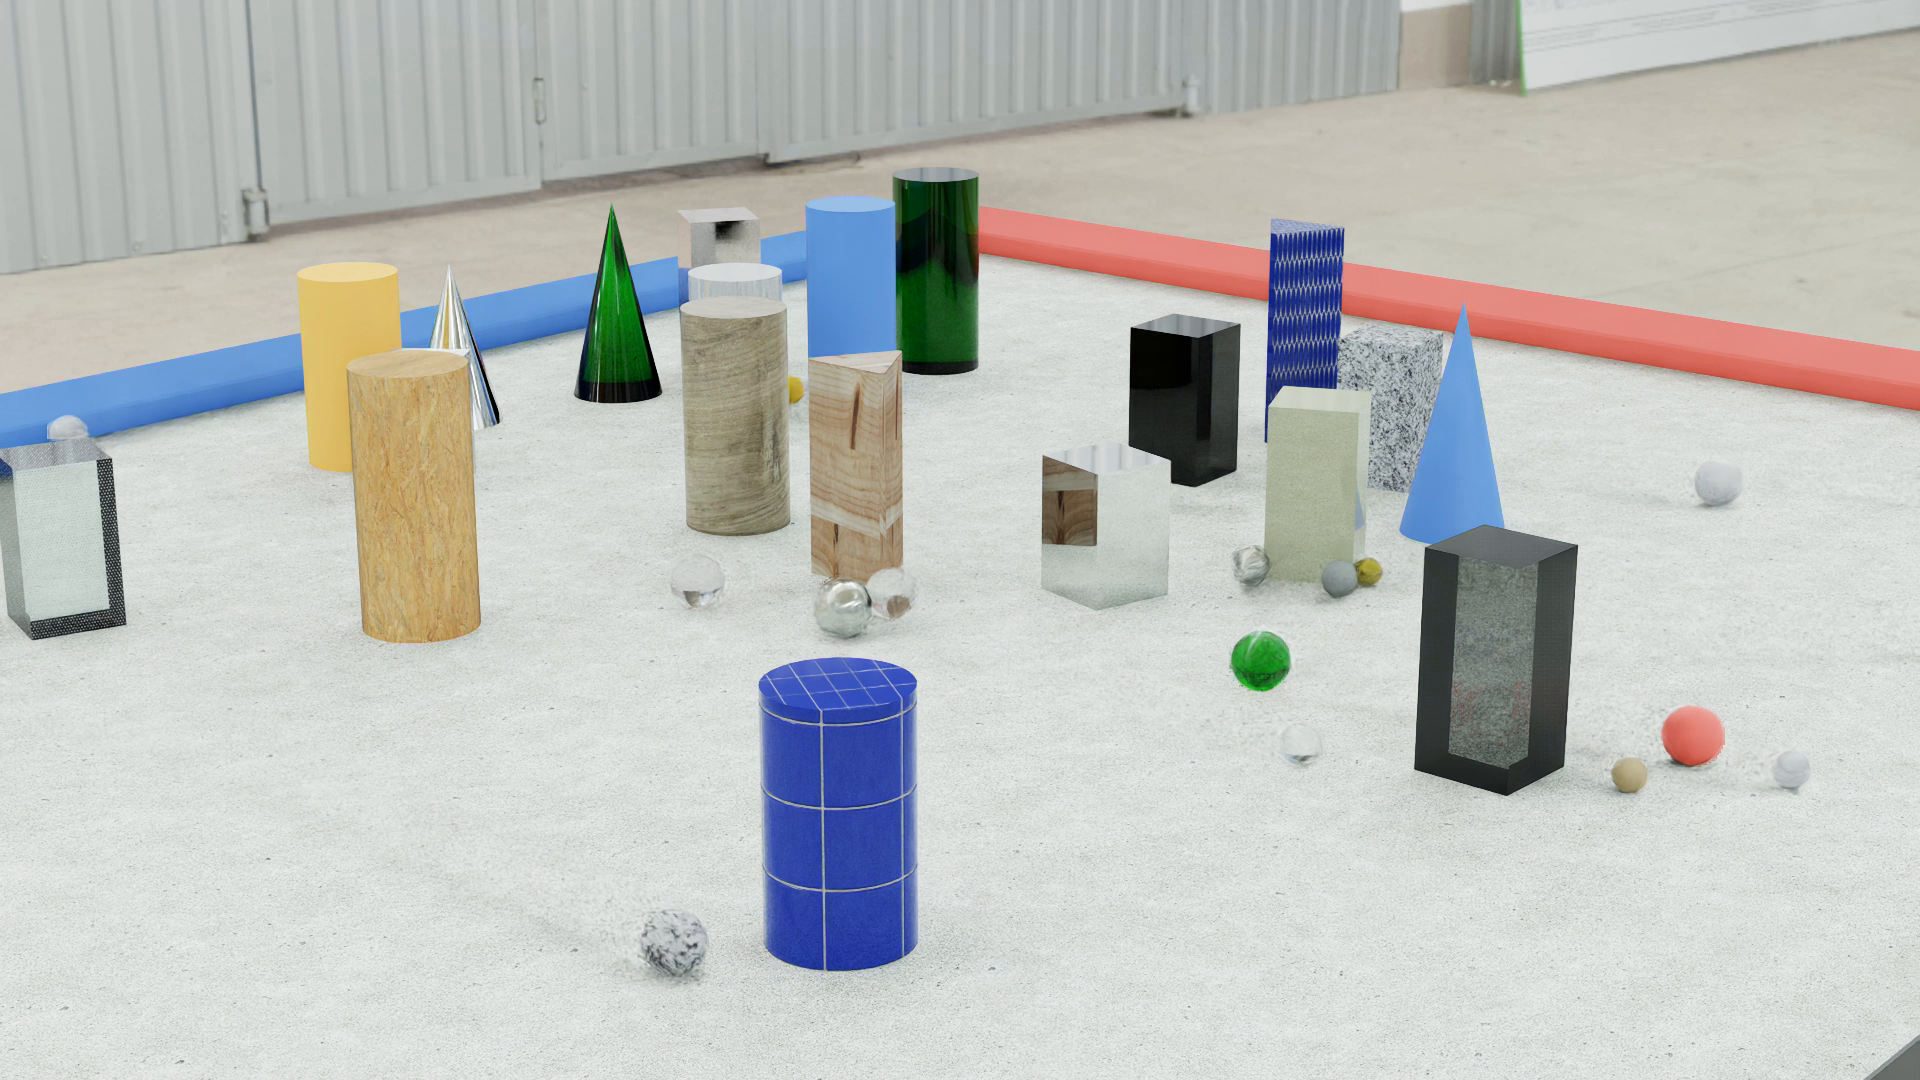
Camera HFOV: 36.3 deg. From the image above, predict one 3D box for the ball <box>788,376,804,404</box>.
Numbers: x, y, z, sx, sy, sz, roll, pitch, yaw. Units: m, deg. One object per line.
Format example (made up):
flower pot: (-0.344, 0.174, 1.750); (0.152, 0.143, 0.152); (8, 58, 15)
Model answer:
ball: (-0.373, -0.330, 6.444); (0.061, 0.061, 0.061); (0, 17, 0)

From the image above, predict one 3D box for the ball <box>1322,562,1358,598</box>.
ball: (0.663, 0.069, 5.116); (0.063, 0.063, 0.063); (0, 17, 0)

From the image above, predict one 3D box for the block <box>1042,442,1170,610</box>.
block: (0.254, -0.026, 5.120); (0.159, 0.243, 0.159); (-11, 20, -33)

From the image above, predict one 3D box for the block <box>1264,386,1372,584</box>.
block: (0.638, -0.098, 5.232); (0.159, 0.316, 0.159); (5, 17, 15)

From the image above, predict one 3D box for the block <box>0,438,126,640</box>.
block: (-1.523, -0.004, 4.959); (0.159, 0.293, 0.159); (-10, 19, -30)

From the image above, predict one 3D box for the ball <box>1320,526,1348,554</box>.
ball: (0.684, 0.001, 5.362); (0.051, 0.051, 0.051); (0, 17, 0)

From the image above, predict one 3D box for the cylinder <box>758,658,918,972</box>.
cylinder: (-0.152, 0.345, 3.708); (0.198, 0.347, 0.198); (0, 17, 0)

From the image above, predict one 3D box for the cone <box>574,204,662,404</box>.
cone: (-0.763, -0.535, 6.484); (0.198, 0.431, 0.198); (0, 17, 0)

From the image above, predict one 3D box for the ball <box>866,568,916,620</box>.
ball: (-0.118, 0.091, 4.998); (0.088, 0.088, 0.088); (0, 17, 0)

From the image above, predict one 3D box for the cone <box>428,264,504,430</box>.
cone: (-1.083, -0.422, 6.261); (0.198, 0.343, 0.198); (0, 17, 0)

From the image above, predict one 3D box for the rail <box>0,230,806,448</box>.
rail: (-1.562, -0.359, 6.418); (0.045, 0.129, 4.717); (14, 22, 39)

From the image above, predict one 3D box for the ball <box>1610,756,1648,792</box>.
ball: (0.968, 0.339, 4.241); (0.051, 0.051, 0.051); (0, 17, 0)

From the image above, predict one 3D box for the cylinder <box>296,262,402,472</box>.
cylinder: (-1.231, -0.352, 5.946); (0.198, 0.390, 0.198); (0, 17, 0)

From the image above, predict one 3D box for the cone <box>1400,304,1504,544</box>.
cone: (0.925, -0.229, 5.444); (0.198, 0.443, 0.198); (0, 17, 0)

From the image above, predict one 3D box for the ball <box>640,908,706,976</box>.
ball: (-0.357, 0.500, 3.650); (0.083, 0.083, 0.083); (0, 17, 0)

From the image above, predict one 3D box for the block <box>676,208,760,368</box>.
block: (-0.546, -0.558, 6.672); (0.159, 0.367, 0.159); (-5, 17, -15)

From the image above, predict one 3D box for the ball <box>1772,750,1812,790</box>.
ball: (1.206, 0.333, 4.252); (0.056, 0.056, 0.056); (0, 17, 0)

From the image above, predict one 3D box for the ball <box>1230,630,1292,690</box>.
ball: (0.477, 0.191, 4.652); (0.096, 0.096, 0.096); (0, 17, 0)

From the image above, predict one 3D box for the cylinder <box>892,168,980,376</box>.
cylinder: (-0.055, -0.618, 6.733); (0.198, 0.446, 0.198); (0, 17, 0)

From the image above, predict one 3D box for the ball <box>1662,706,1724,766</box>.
ball: (1.084, 0.289, 4.341); (0.089, 0.089, 0.089); (0, 17, 0)

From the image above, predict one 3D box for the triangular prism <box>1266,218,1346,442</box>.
triangular prism: (0.689, -0.445, 6.164); (0.172, 0.442, 0.149); (-7, 18, -23)

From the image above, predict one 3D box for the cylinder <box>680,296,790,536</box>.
cylinder: (-0.421, -0.234, 5.511); (0.198, 0.415, 0.198); (0, 17, 0)

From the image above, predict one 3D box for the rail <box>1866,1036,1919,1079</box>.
rail: (1.562, 0.423, 3.821); (0.045, 0.129, 4.717); (14, 22, 39)

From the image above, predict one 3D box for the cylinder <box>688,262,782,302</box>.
cylinder: (-0.477, -0.414, 6.266); (0.198, 0.323, 0.198); (0, 17, 0)

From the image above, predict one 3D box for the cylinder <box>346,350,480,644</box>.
cylinder: (-0.914, -0.074, 4.912); (0.198, 0.454, 0.198); (0, 17, 0)

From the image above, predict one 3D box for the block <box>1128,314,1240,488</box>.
block: (0.448, -0.281, 5.859); (0.159, 0.304, 0.159); (12, 21, 35)

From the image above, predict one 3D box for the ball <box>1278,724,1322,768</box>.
ball: (0.503, 0.304, 4.333); (0.065, 0.065, 0.065); (0, 17, 0)

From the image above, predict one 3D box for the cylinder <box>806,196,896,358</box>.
cylinder: (-0.242, -0.543, 6.536); (0.198, 0.416, 0.198); (0, 17, 0)

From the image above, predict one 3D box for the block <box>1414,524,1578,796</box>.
block: (0.782, 0.173, 4.285); (0.159, 0.343, 0.159); (15, 22, 40)

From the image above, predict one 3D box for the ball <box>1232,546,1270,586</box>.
ball: (0.514, 0.046, 5.184); (0.068, 0.068, 0.068); (0, 17, 0)

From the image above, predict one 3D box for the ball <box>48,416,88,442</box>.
ball: (-1.837, -0.218, 6.042); (0.078, 0.078, 0.078); (0, 17, 0)

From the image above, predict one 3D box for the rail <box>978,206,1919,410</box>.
rail: (1.531, -0.476, 6.808); (4.184, 0.129, 0.045); (14, 22, 39)

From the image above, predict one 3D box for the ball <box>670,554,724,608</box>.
ball: (-0.453, 0.072, 5.053); (0.094, 0.094, 0.094); (0, 17, 0)

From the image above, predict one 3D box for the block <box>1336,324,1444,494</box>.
block: (0.850, -0.263, 5.819); (0.159, 0.293, 0.159); (9, 19, 28)

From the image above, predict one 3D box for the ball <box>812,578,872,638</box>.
ball: (-0.197, 0.113, 4.907); (0.099, 0.099, 0.099); (0, 17, 0)

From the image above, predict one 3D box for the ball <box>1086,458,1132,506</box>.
ball: (0.287, -0.111, 5.665); (0.091, 0.091, 0.091); (0, 17, 0)

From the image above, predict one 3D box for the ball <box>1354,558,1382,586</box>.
ball: (0.723, 0.055, 5.184); (0.050, 0.050, 0.050); (0, 17, 0)

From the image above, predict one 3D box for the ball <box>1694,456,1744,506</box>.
ball: (1.467, -0.113, 5.665); (0.095, 0.095, 0.095); (0, 17, 0)

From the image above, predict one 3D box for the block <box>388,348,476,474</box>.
block: (-1.060, -0.237, 5.804); (0.159, 0.253, 0.159); (1, 17, 4)

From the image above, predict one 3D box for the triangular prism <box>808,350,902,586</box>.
triangular prism: (-0.153, -0.132, 5.209); (0.172, 0.393, 0.149); (13, 21, 38)
